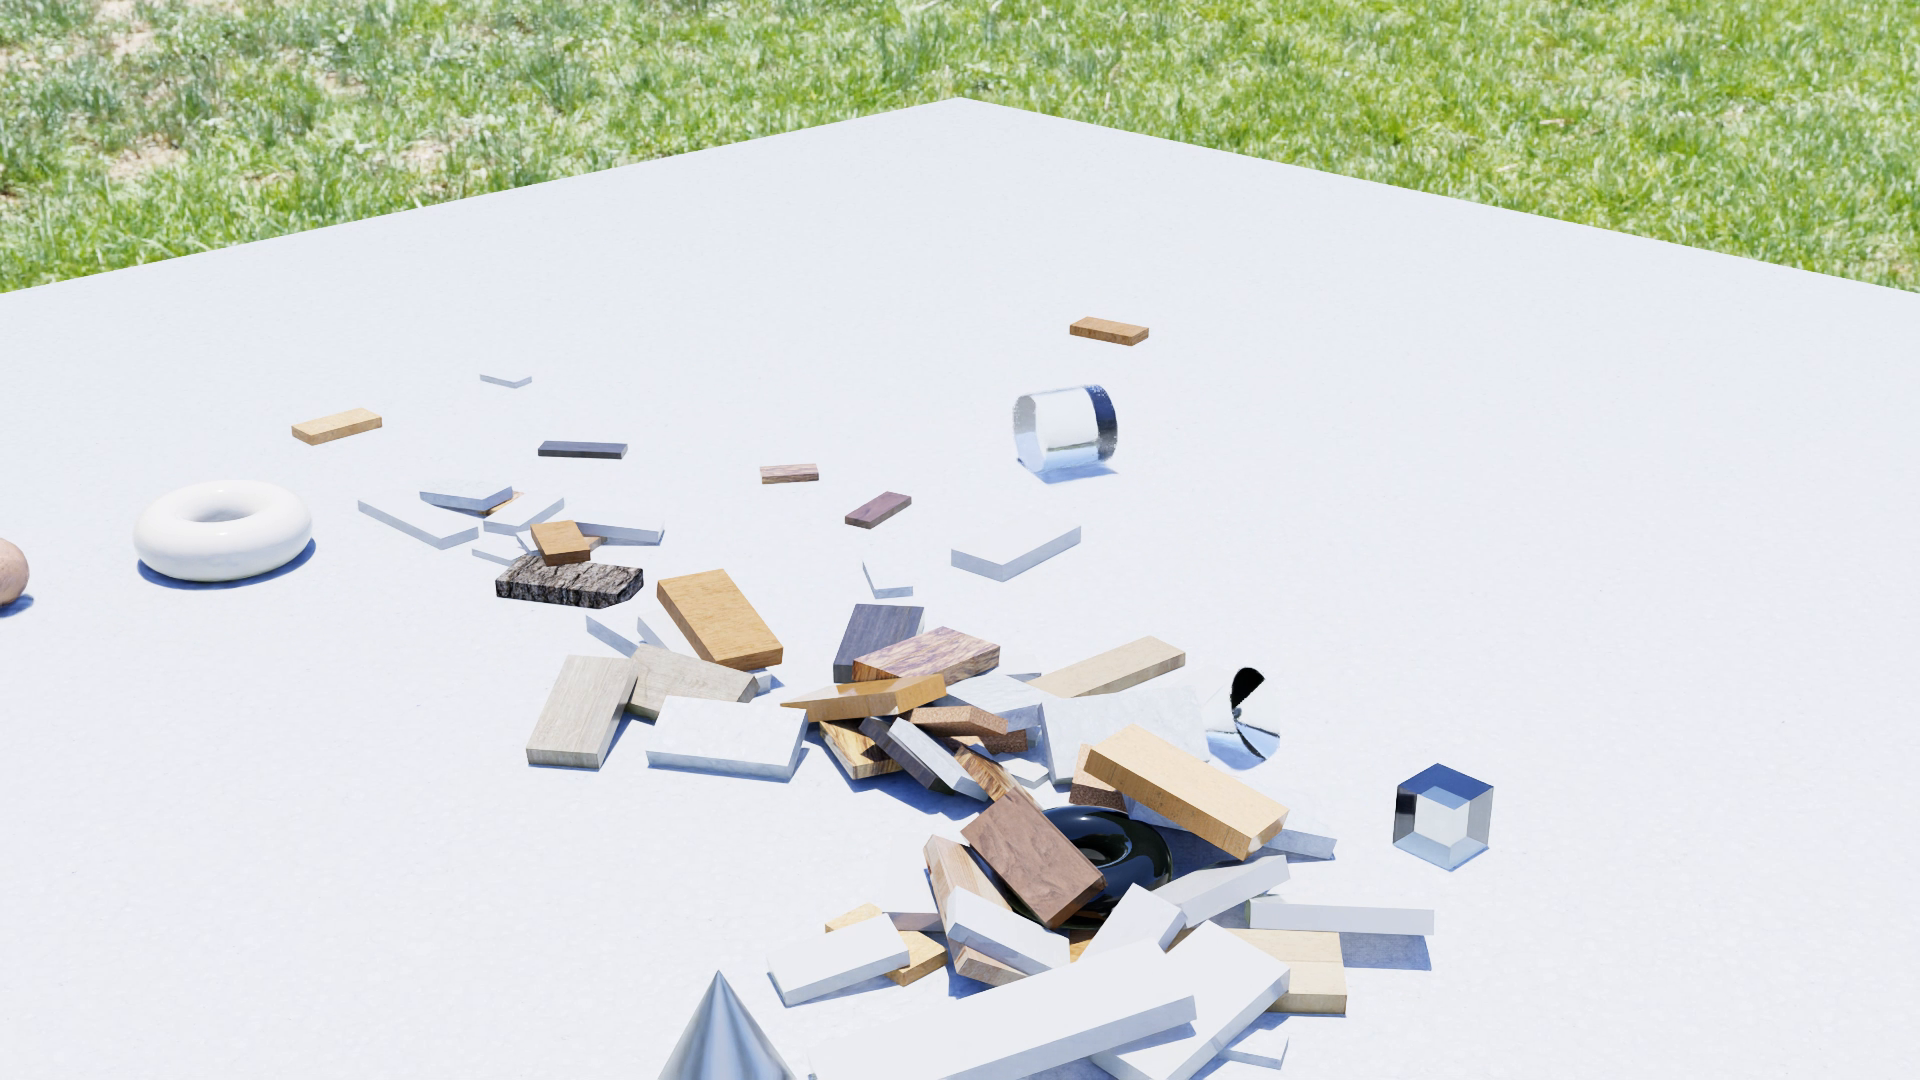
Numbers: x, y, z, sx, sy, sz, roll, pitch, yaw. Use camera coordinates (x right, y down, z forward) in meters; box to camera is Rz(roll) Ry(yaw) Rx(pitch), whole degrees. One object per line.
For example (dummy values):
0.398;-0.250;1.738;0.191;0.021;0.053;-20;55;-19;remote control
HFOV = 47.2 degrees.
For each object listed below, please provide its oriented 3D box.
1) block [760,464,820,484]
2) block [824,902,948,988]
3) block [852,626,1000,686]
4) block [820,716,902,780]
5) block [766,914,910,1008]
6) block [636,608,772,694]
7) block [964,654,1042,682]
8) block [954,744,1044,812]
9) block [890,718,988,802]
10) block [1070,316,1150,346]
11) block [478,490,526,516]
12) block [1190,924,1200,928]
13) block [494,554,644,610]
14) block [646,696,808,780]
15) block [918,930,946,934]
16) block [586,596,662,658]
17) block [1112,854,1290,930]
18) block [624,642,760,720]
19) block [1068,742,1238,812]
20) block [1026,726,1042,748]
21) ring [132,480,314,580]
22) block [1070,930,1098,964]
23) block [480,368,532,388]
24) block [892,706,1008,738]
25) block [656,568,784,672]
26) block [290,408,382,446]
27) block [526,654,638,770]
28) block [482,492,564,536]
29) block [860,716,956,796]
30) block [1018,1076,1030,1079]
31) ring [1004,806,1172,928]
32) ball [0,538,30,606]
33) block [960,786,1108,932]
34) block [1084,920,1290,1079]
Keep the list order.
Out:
-0.480;-0.186;6.171;0.160;0.023;0.080;-4;23;-9;block
-0.135;0.733;3.994;0.108;0.030;0.215;-20;30;-39;block
-0.073;0.274;4.926;0.165;0.047;0.330;17;21;33;block
-0.210;0.432;4.626;0.107;0.030;0.214;-9;25;-20;block
-0.217;0.745;3.910;0.232;0.033;0.116;-16;30;-15;block
-0.585;0.256;5.009;0.162;0.046;0.324;-15;40;-34;block
0.084;0.299;5.022;0.191;0.027;0.095;-3;23;-7;block
0.083;0.498;4.464;0.113;0.032;0.226;30;6;-33;block
-0.039;0.451;4.518;0.113;0.032;0.226;28;8;-47;block
0.499;-0.700;7.367;0.239;0.034;0.119;14;27;30;block
-1.234;-0.098;5.966;0.070;0.020;0.140;11;25;24;block
0.409;0.726;4.024;0.148;0.021;0.074;19;30;38;block
-0.967;0.106;5.453;0.324;0.046;0.162;6;24;14;block
-0.491;0.416;4.653;0.311;0.044;0.156;5;45;11;block
-0.037;0.668;4.146;0.108;0.030;0.215;1;23;2;block
-0.723;0.225;5.171;0.162;0.046;0.324;-19;29;-37;block
0.445;0.648;4.033;0.162;0.046;0.325;-14;-1;43;block
-0.612;0.332;4.836;0.311;0.044;0.156;13;54;29;block
0.396;0.505;4.441;0.336;0.048;0.168;12;24;4;block
0.108;0.419;4.751;0.130;0.018;0.065;6;24;14;block
-1.890;-0.028;5.643;0.443;0.148;0.443;1;23;0;ring
0.234;0.752;3.962;0.074;0.021;0.148;1;23;2;block
-1.433;-0.511;6.937;0.151;0.021;0.076;14;27;30;block
-0.021;0.380;4.589;0.226;0.032;0.113;-7;-23;45;block
-0.552;0.187;5.038;0.167;0.047;0.333;-11;37;-29;block
-1.845;-0.337;6.513;0.233;0.033;0.117;-21;31;-40;block
-0.813;0.368;4.745;0.156;0.044;0.311;3;37;8;block
-1.166;-0.070;5.885;0.111;0.031;0.222;9;25;20;block
-0.104;0.445;4.528;0.214;0.030;0.107;38;7;31;block
0.056;0.869;3.674;0.108;0.030;0.215;-2;23;-4;block
0.232;0.616;4.166;0.343;0.114;0.343;-1;23;0;ring
-2.359;0.079;5.351;0.175;0.175;0.175;0;23;0;ball
0.134;0.586;4.056;0.136;0.039;0.273;-38;49;-11;block
0.381;0.796;3.734;0.179;0.051;0.358;26;42;35;block
